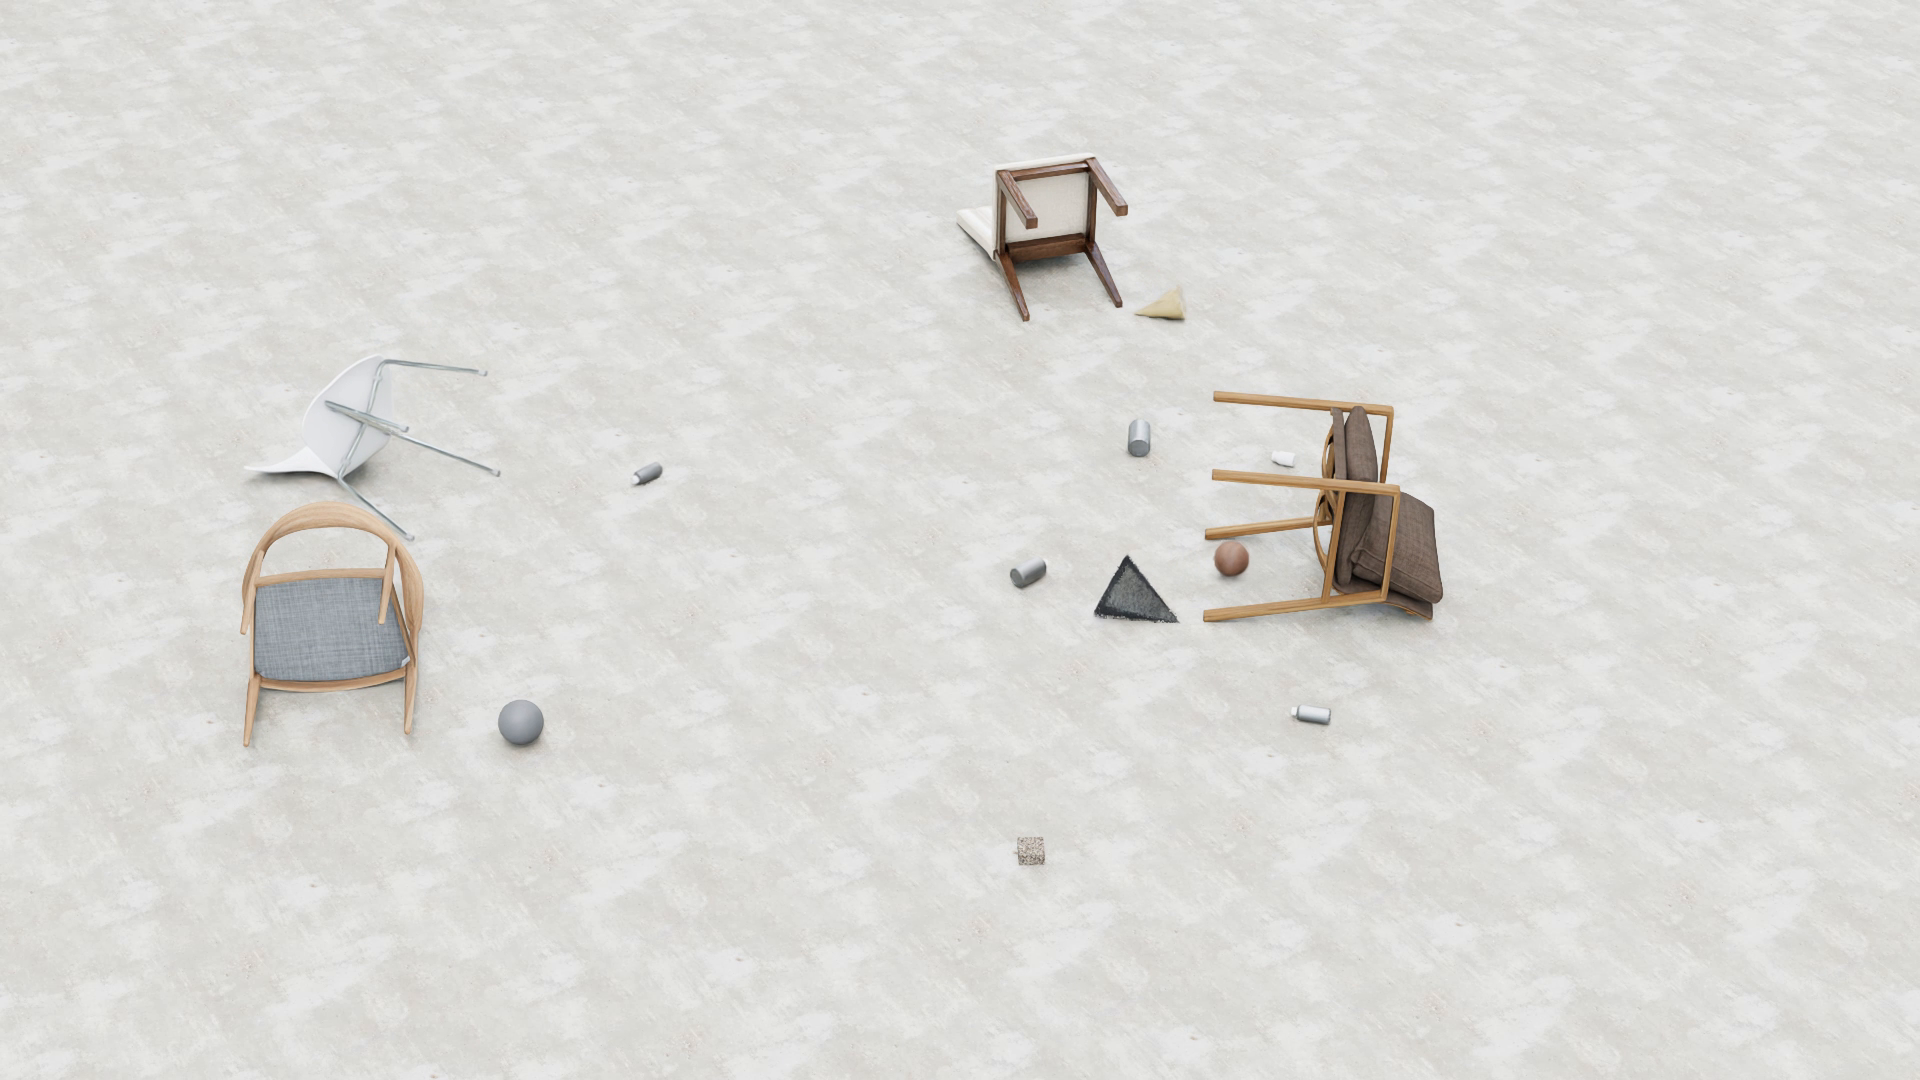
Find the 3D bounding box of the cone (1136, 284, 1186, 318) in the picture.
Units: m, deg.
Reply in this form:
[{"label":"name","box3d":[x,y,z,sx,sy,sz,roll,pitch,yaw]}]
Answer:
[{"label":"cone","box3d":[0.834,-0.978,12.367,0.215,0.140,0.204,-14,22,12]}]

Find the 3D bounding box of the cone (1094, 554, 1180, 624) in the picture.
[{"label":"cone","box3d":[0.664,0.227,10.506,0.288,0.249,0.180,29,-5,5]}]

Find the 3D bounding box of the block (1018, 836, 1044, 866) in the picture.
[{"label":"block","box3d":[0.228,0.997,9.394,0.083,0.041,0.091,-1,33,-1]}]

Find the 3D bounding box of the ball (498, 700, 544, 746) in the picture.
[{"label":"ball","box3d":[-1.479,0.613,9.873,0.154,0.154,0.154,0,33,0]}]
